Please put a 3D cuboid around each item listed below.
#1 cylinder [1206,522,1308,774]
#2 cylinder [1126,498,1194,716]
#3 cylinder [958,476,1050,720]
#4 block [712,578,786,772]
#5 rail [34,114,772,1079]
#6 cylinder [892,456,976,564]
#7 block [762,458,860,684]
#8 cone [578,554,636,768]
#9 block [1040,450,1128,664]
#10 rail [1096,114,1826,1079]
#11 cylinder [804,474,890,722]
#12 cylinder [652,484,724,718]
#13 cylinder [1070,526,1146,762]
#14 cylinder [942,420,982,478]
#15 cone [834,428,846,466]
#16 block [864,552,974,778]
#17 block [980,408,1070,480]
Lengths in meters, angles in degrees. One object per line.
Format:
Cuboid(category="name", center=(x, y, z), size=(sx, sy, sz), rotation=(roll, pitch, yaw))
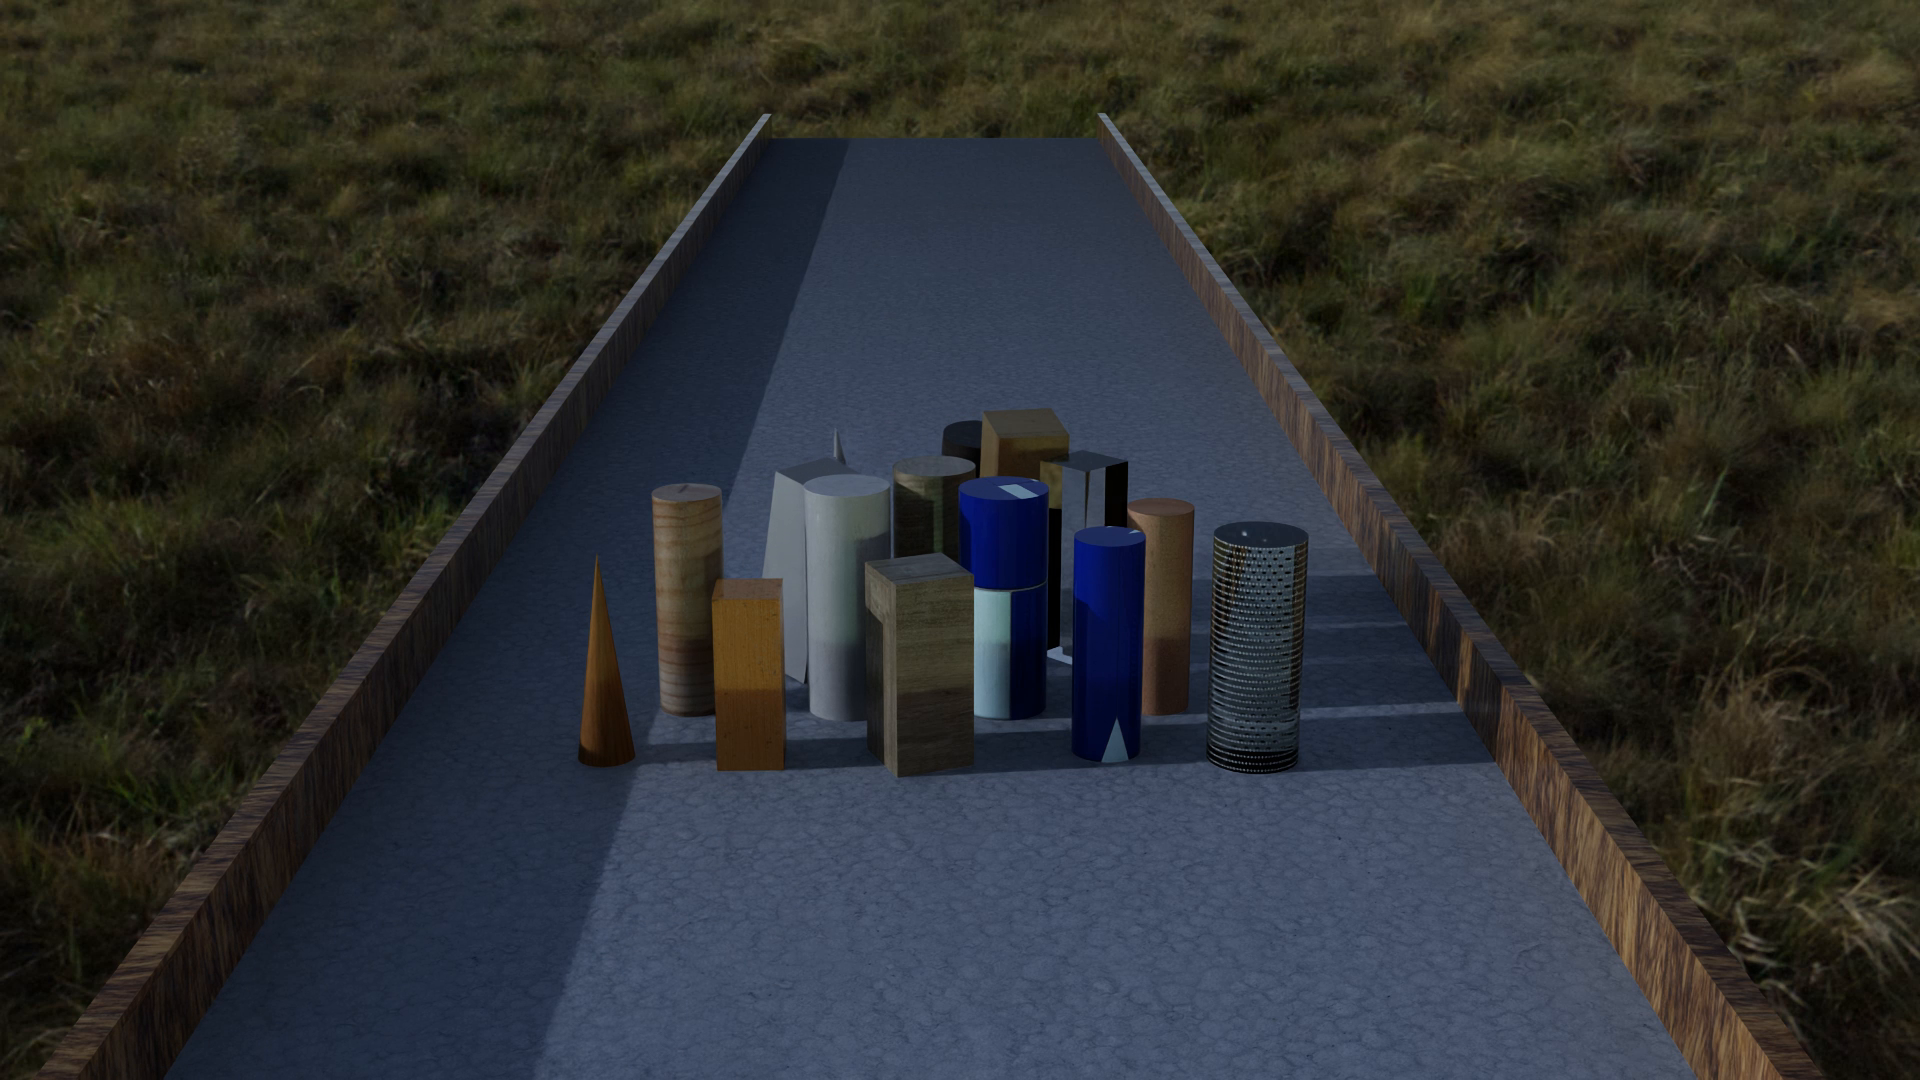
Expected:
Cuboid(category="cylinder", center=(0.522, 0.188, 3.868), size=(0.163, 0.414, 0.163), rotation=(0, 17, 0))
Cuboid(category="cylinder", center=(0.372, 0.125, 4.124), size=(0.124, 0.389, 0.124), rotation=(0, 17, 0))
Cuboid(category="cylinder", center=(0.081, 0.108, 4.114), size=(0.168, 0.426, 0.168), rotation=(0, 17, 0))
Cuboid(category="block", center=(-0.370, 0.237, 3.874), size=(0.116, 0.317, 0.116), rotation=(0, 17, -1))
Cuboid(category="rail", center=(-1.118, -0.838, 7.780), size=(0.050, 0.150, 12.000), rotation=(0, 17, -1))
Cuboid(category="cylinder", center=(-0.050, 0.047, 4.365), size=(0.162, 0.401, 0.162), rotation=(0, 17, 0))
Cuboid(category="block", center=(-0.282, 0.059, 4.296), size=(0.144, 0.397, 0.144), rotation=(26, 29, 33))
Cuboid(category="cone", center=(-0.631, 0.204, 3.874), size=(0.101, 0.381, 0.101), rotation=(0, 17, 0))
Cuboid(category="block", center=(0.245, 0.037, 4.394), size=(0.123, 0.404, 0.123), rotation=(-15, 22, -41))
Cuboid(category="rail", center=(0.932, -0.844, 7.801), size=(0.050, 0.150, 12.000), rotation=(0, 17, -1))
Cuboid(category="cylinder", center=(-0.208, 0.107, 4.105), size=(0.159, 0.434, 0.159), rotation=(0, 17, 0))
Cuboid(category="cylinder", center=(-0.504, 0.112, 4.115), size=(0.129, 0.419, 0.129), rotation=(0, 17, 0))
Cuboid(category="cylinder", center=(0.262, 0.185, 3.903), size=(0.125, 0.400, 0.125), rotation=(0, 17, 0))
Cuboid(category="cylinder", center=(0.033, -0.054, 4.724), size=(0.167, 0.370, 0.167), rotation=(4, 24, -2))
Cuboid(category="cone", center=(-0.232, -0.029, 4.494), size=(0.122, 0.460, 0.122), rotation=(-4, 26, 2))
Cuboid(category="block", center=(-0.071, 0.218, 3.875), size=(0.146, 0.352, 0.146), rotation=(-7, 18, -22))
Cuboid(category="block", center=(0.125, -0.041, 4.566), size=(0.145, 0.437, 0.145), rotation=(-3, 26, -12))
